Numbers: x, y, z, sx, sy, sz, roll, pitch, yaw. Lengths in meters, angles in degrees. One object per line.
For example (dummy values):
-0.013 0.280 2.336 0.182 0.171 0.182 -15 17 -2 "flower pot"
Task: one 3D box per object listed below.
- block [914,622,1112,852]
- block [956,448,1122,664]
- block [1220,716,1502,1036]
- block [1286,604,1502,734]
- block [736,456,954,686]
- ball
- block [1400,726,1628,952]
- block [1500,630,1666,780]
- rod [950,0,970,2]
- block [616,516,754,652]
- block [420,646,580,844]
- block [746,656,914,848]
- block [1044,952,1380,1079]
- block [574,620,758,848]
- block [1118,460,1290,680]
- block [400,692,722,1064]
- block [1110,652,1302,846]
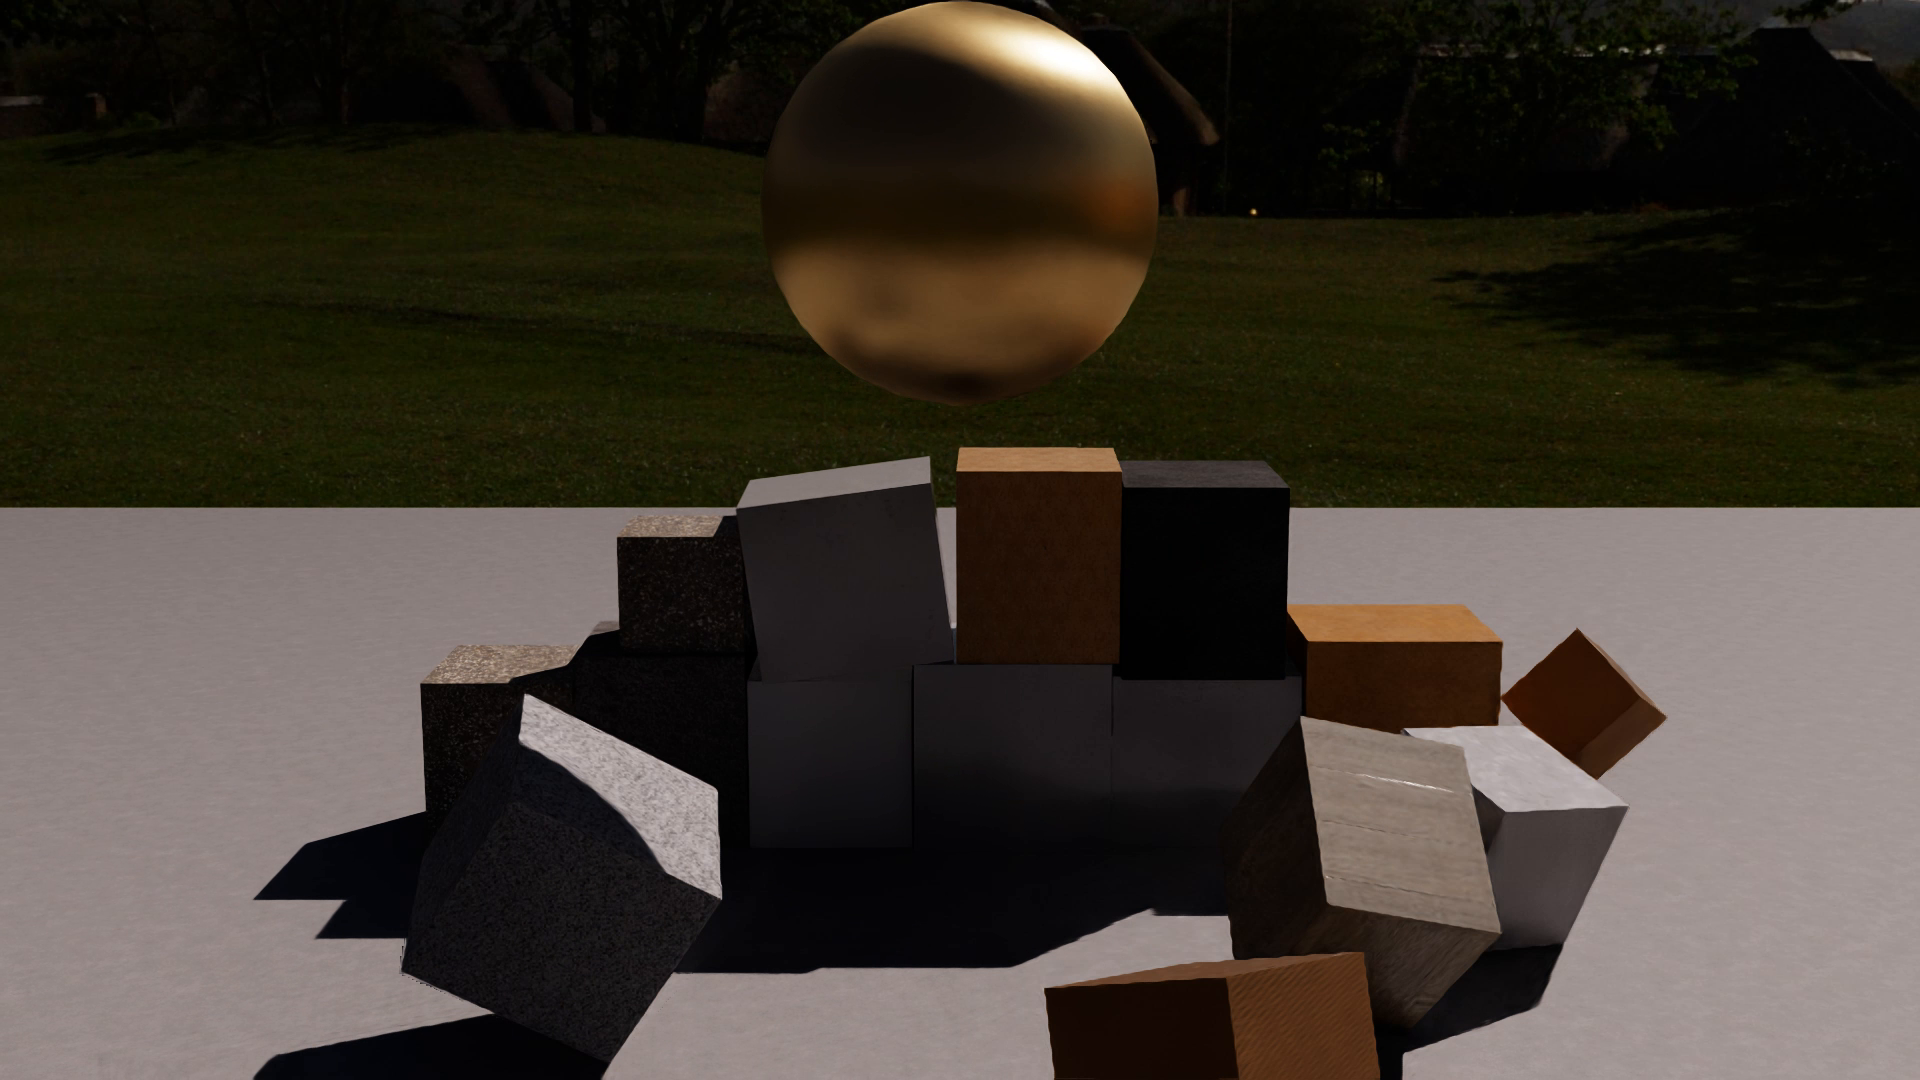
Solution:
0.261 1.000 11.381 0.976 0.960 0.970 0 10 0 "block"
0.391 0.064 11.168 0.803 0.959 0.834 0 10 1 "block"
1.540 1.326 8.631 0.706 0.807 0.854 11 47 -14 "block"
2.189 0.949 11.335 0.959 1.077 0.864 0 10 0 "block"
-0.565 0.136 11.195 0.953 0.888 0.926 -8 10 0 "block"
0.000 -1.342 8.842 1.600 1.600 1.600 0 10 0 "ball"
2.296 1.300 9.630 0.781 0.722 0.663 2 26 -35 "block"
3.288 0.887 11.588 0.525 0.541 0.499 27 22 -54 "block"
0.000 -4.693 9.420 0.080 5.200 0.080 0 -10 0 "rod"
-1.388 0.217 11.208 0.618 0.586 0.625 0 10 -1 "block"
-2.294 1.056 11.358 0.749 0.859 0.839 0 10 0 "block"
-0.649 1.051 11.383 0.815 0.860 0.822 0 10 0 "block"
0.820 1.721 6.976 0.726 0.706 0.731 -14 -12 42 "block"
-1.488 0.990 11.360 0.848 0.988 0.827 0 10 0 "block"
1.202 0.136 11.208 0.802 0.960 0.903 0 10 0 "block"
-1.540 1.313 8.611 0.886 0.839 0.855 29 16 -18 "block"
1.230 1.040 11.380 0.940 0.881 0.790 0 10 0 "block"
